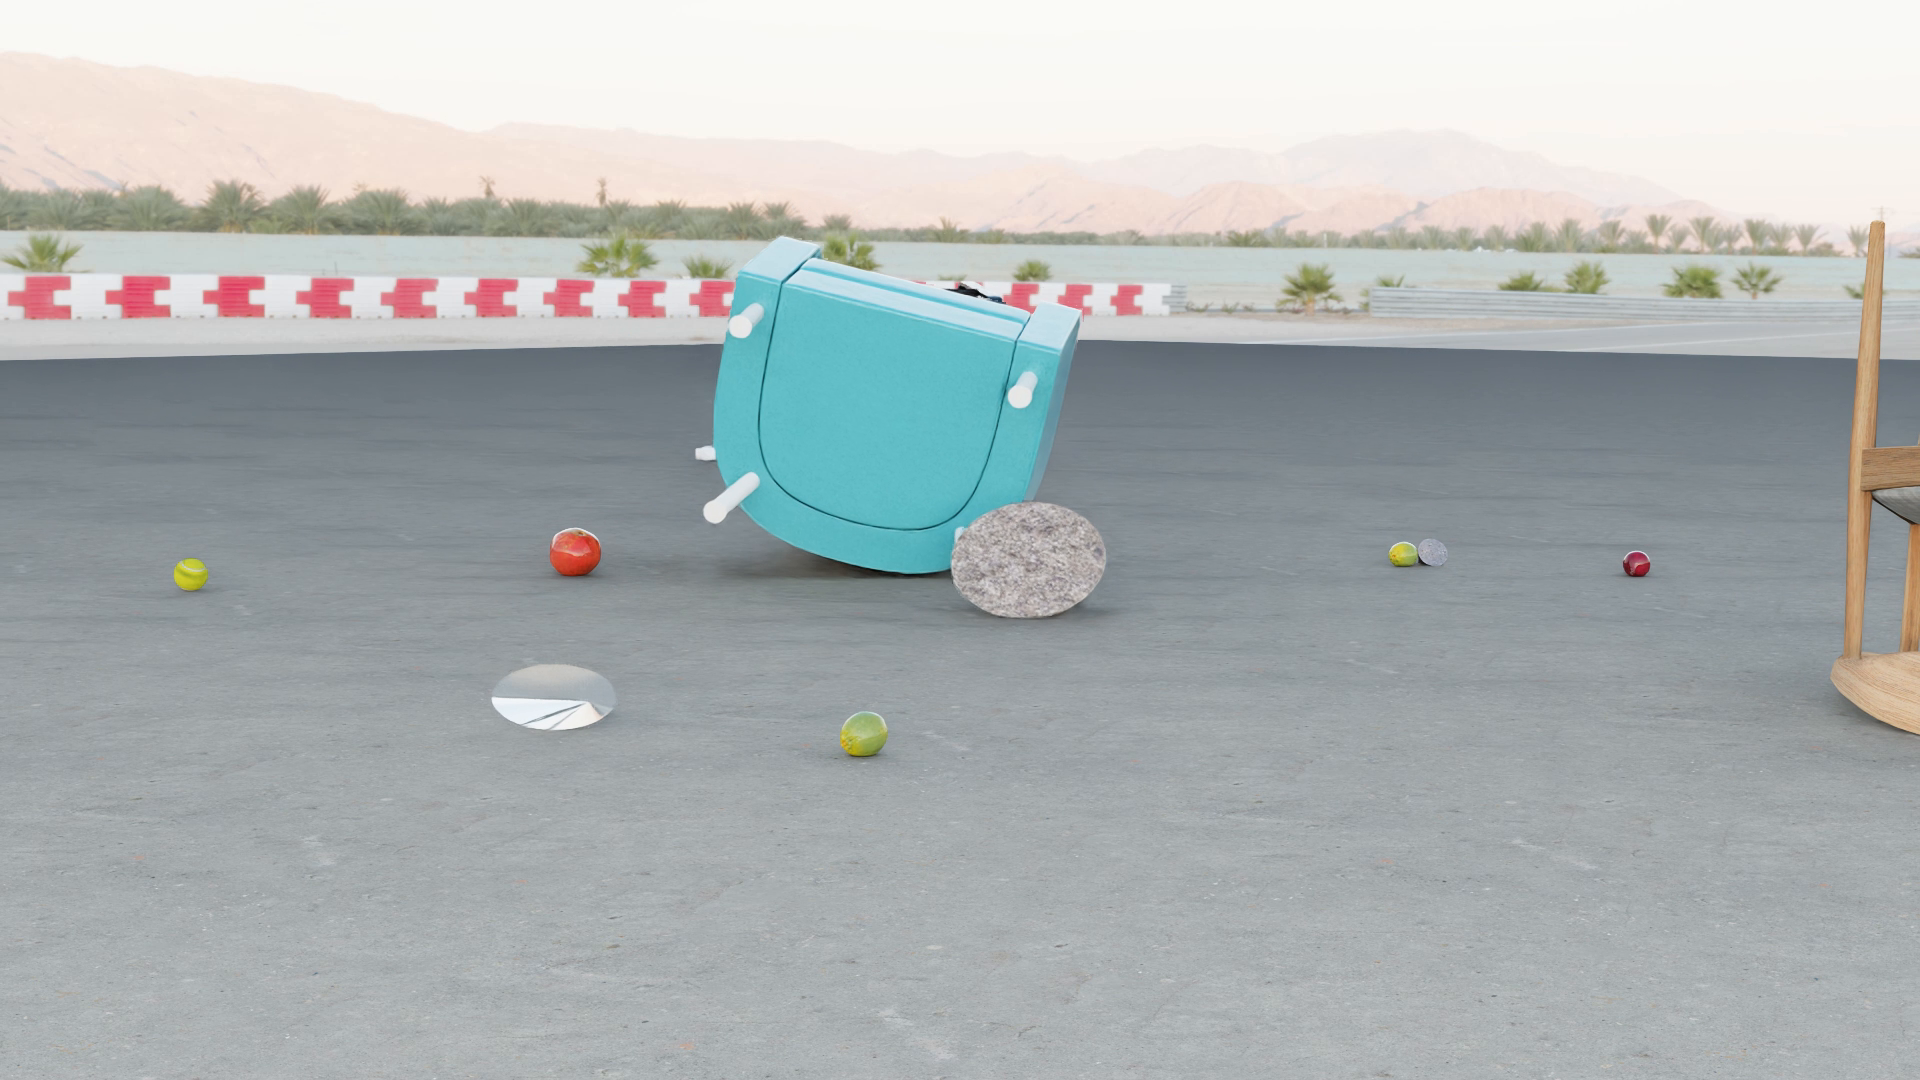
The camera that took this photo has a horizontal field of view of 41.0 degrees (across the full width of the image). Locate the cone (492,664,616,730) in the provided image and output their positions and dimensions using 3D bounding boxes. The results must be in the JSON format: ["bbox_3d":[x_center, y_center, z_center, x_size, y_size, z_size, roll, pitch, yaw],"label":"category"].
[{"bbox_3d":[-0.568,0.241,3.848,0.193,0.095,0.228,0,-6,12],"label":"cone"}]

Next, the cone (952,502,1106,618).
[{"bbox_3d":[0.134,0.077,5.130,0.300,0.229,0.341,-6,-13,-1],"label":"cone"}]

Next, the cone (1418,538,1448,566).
[{"bbox_3d":[1.066,0.040,5.876,0.080,0.067,0.063,-10,-18,-28],"label":"cone"}]
